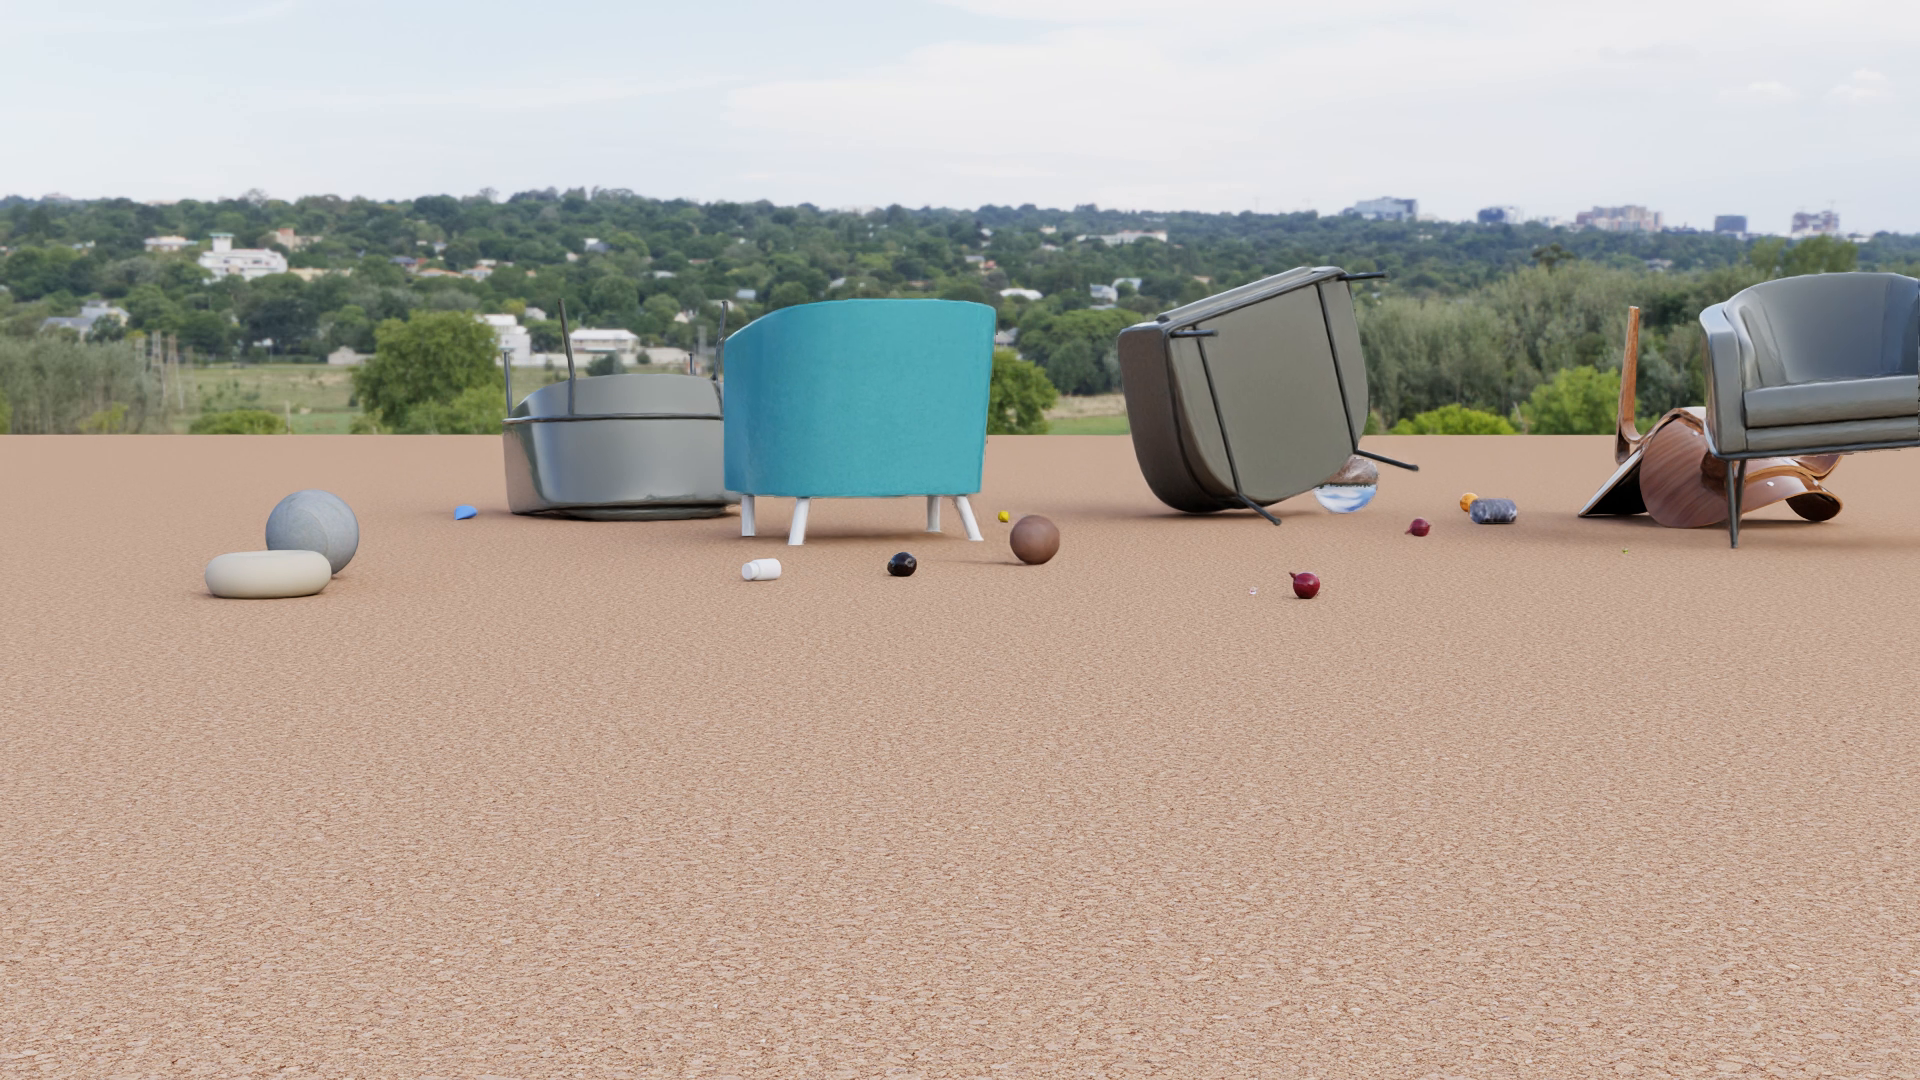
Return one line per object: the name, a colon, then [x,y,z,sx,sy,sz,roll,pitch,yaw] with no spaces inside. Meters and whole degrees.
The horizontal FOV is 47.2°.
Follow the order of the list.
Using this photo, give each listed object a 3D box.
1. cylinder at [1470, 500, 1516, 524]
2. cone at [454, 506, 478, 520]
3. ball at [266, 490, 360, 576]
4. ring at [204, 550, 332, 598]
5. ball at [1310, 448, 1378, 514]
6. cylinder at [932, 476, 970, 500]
cylinder: [1.778,-0.095,7.336,0.111,0.080,0.121,-1,6,-15]
cone: [-1.721,-0.083,7.578,0.085,0.049,0.086,0,20,13]
ball: [-1.525,-0.013,5.180,0.213,0.213,0.213,0,4,0]
ring: [-1.509,0.075,4.801,0.264,0.092,0.272,-4,5,-32]
ball: [1.382,-0.213,7.901,0.239,0.239,0.239,0,4,0]
cylinder: [-0.037,-0.209,8.880,0.146,0.086,0.081,26,14,20]
